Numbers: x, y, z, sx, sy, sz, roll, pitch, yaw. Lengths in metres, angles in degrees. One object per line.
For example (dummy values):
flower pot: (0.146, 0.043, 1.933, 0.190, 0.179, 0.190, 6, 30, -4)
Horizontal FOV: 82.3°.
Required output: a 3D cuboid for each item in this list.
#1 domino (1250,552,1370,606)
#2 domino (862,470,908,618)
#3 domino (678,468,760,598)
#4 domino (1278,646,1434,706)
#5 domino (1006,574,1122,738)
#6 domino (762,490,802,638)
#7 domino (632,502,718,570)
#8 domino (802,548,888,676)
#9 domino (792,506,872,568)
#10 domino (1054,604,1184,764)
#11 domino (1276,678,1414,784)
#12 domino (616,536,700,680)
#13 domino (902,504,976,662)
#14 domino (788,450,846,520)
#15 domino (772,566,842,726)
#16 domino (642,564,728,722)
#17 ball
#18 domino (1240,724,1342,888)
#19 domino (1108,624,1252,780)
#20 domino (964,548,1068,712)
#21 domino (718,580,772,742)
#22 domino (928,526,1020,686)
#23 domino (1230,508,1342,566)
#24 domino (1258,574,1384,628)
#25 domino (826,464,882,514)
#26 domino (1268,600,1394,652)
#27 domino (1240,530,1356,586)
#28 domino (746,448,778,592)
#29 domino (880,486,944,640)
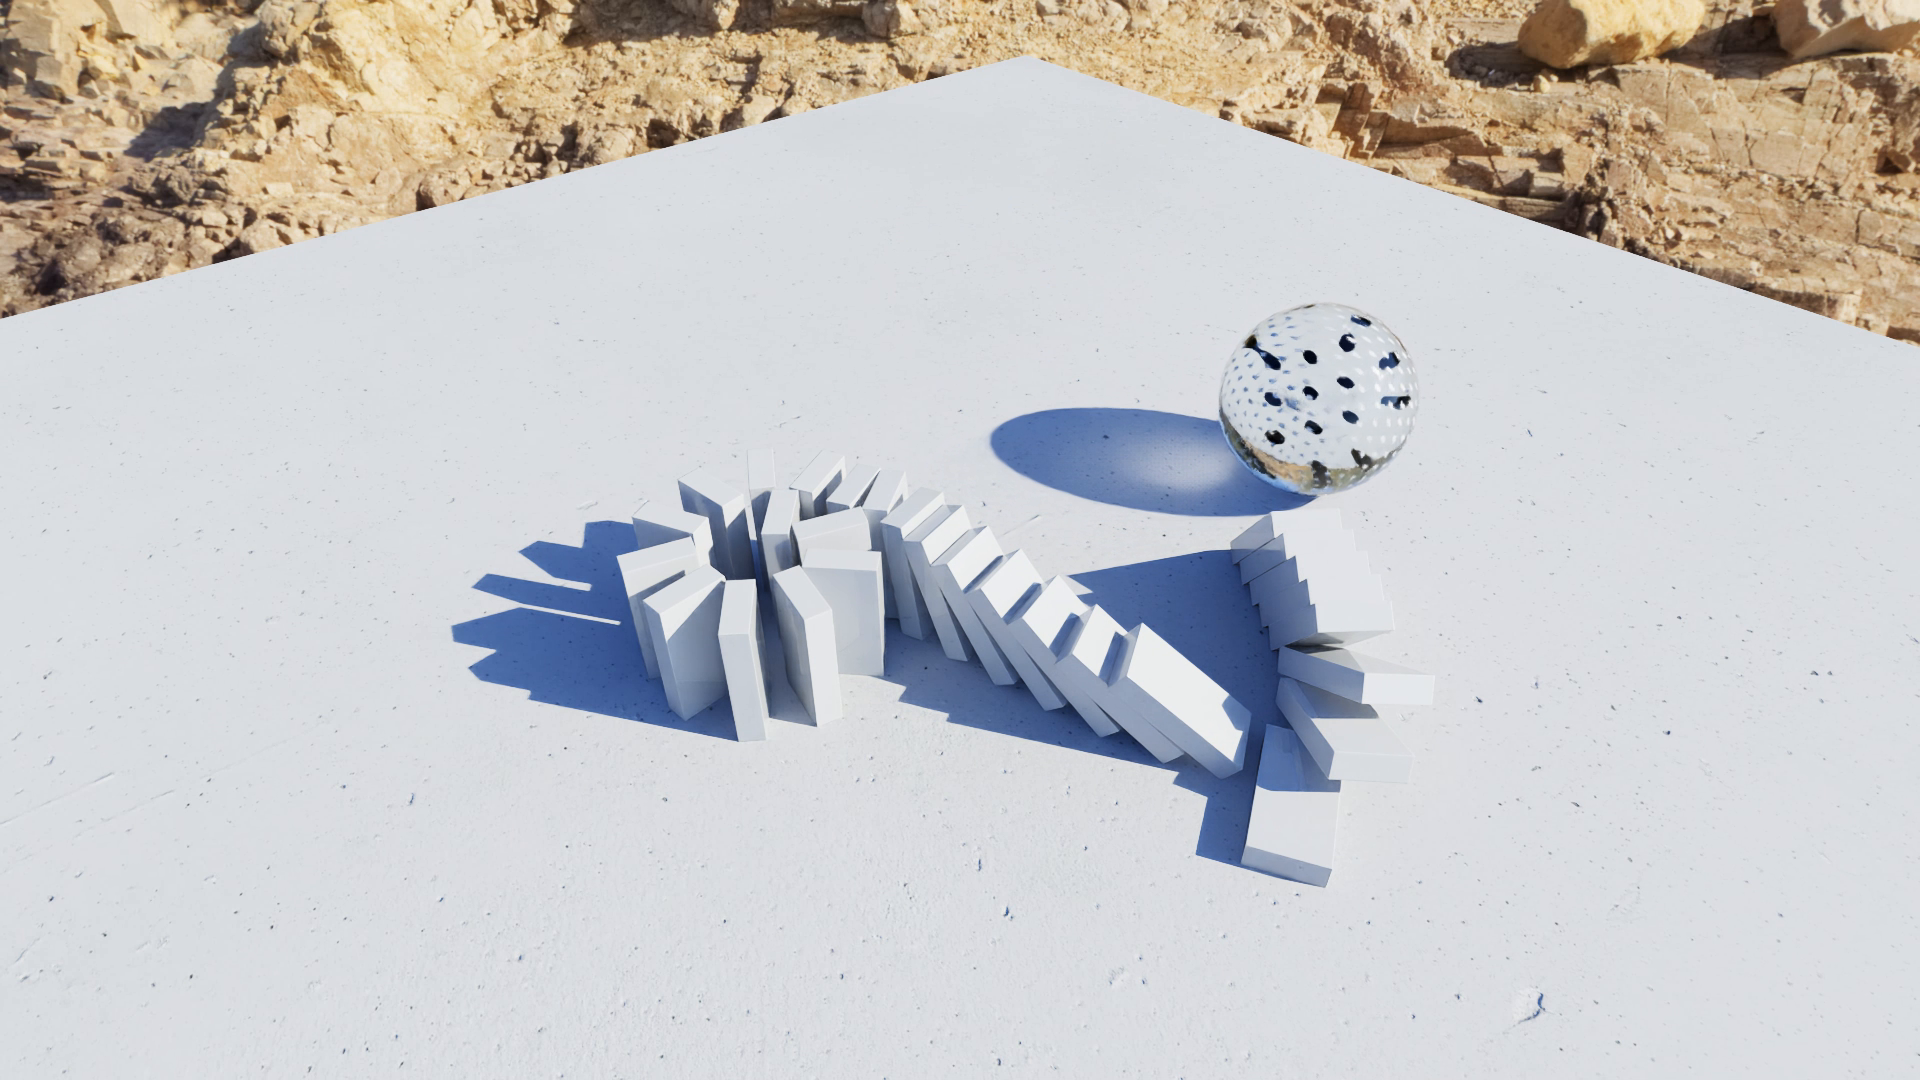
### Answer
domino: (0.125, 0.015, 0.397, 0.025, 0.050, 0.009, -3, 78, -4)
domino: (-0.026, 0.002, 0.408, 0.010, 0.050, 0.025, 5, 38, 12)
domino: (-0.090, 0.000, 0.411, 0.025, 0.050, 0.010, 28, 47, 30)
domino: (0.130, 0.044, 0.365, 0.025, 0.010, 0.050, 3, 4, -14)
domino: (0.040, 0.039, 0.372, 0.050, 0.010, 0.025, 50, 49, -6)
domino: (-0.062, 0.009, 0.400, 0.010, 0.050, 0.025, 0, 39, 1)
domino: (-0.101, 0.011, 0.398, 0.025, 0.050, 0.009, 14, 41, 17)
domino: (-0.039, 0.026, 0.380, 0.025, 0.050, 0.009, 3, 39, 3)
domino: (-0.044, 0.013, 0.395, 0.025, 0.050, 0.010, -15, 42, -13)
domino: (0.056, 0.047, 0.363, 0.050, 0.010, 0.025, 42, 44, -8)
domino: (0.123, 0.060, 0.354, 0.025, 0.010, 0.050, 4, 19, -4)
domino: (-0.101, 0.024, 0.382, 0.025, 0.050, 0.009, -16, 42, -19)
domino: (-0.002, 0.015, 0.393, 0.009, 0.050, 0.025, 3, 33, 40)
domino: (-0.052, -0.006, 0.419, 0.010, 0.050, 0.025, 15, 42, 17)
domino: (-0.051, 0.036, 0.368, 0.009, 0.050, 0.025, -21, 44, -23)
domino: (-0.089, 0.035, 0.369, 0.010, 0.050, 0.025, 31, 49, 32)
ball: (0.149, -0.058, 0.459, 0.080, 0.080, 0.080, 0, 39, 0)
domino: (0.105, 0.082, 0.344, 0.025, 0.010, 0.050, 13, 41, 15)
domino: (0.072, 0.052, 0.358, 0.050, 0.009, 0.025, 39, 42, -10)
domino: (0.025, 0.031, 0.379, 0.009, 0.050, 0.025, -24, 15, 49)
domino: (-0.070, 0.040, 0.362, 0.009, 0.050, 0.025, -3, 39, -3)
domino: (0.011, 0.023, 0.386, 0.009, 0.050, 0.025, -11, 24, 46)
domino: (0.122, -0.001, 0.416, 0.025, 0.050, 0.010, -3, 78, -4)
domino: (0.126, 0.022, 0.388, 0.025, 0.050, 0.010, -3, 78, -4)
domino: (-0.037, -0.001, 0.412, 0.009, 0.050, 0.025, 12, 41, 20)
domino: (0.126, 0.030, 0.378, 0.025, 0.050, 0.009, -2, 77, -2)
domino: (0.124, 0.007, 0.407, 0.025, 0.050, 0.009, -3, 78, -4)
domino: (-0.073, -0.007, 0.420, 0.010, 0.050, 0.025, -7, 40, -8)
domino: (-0.014, 0.009, 0.400, 0.010, 0.050, 0.025, 16, 41, 32)
